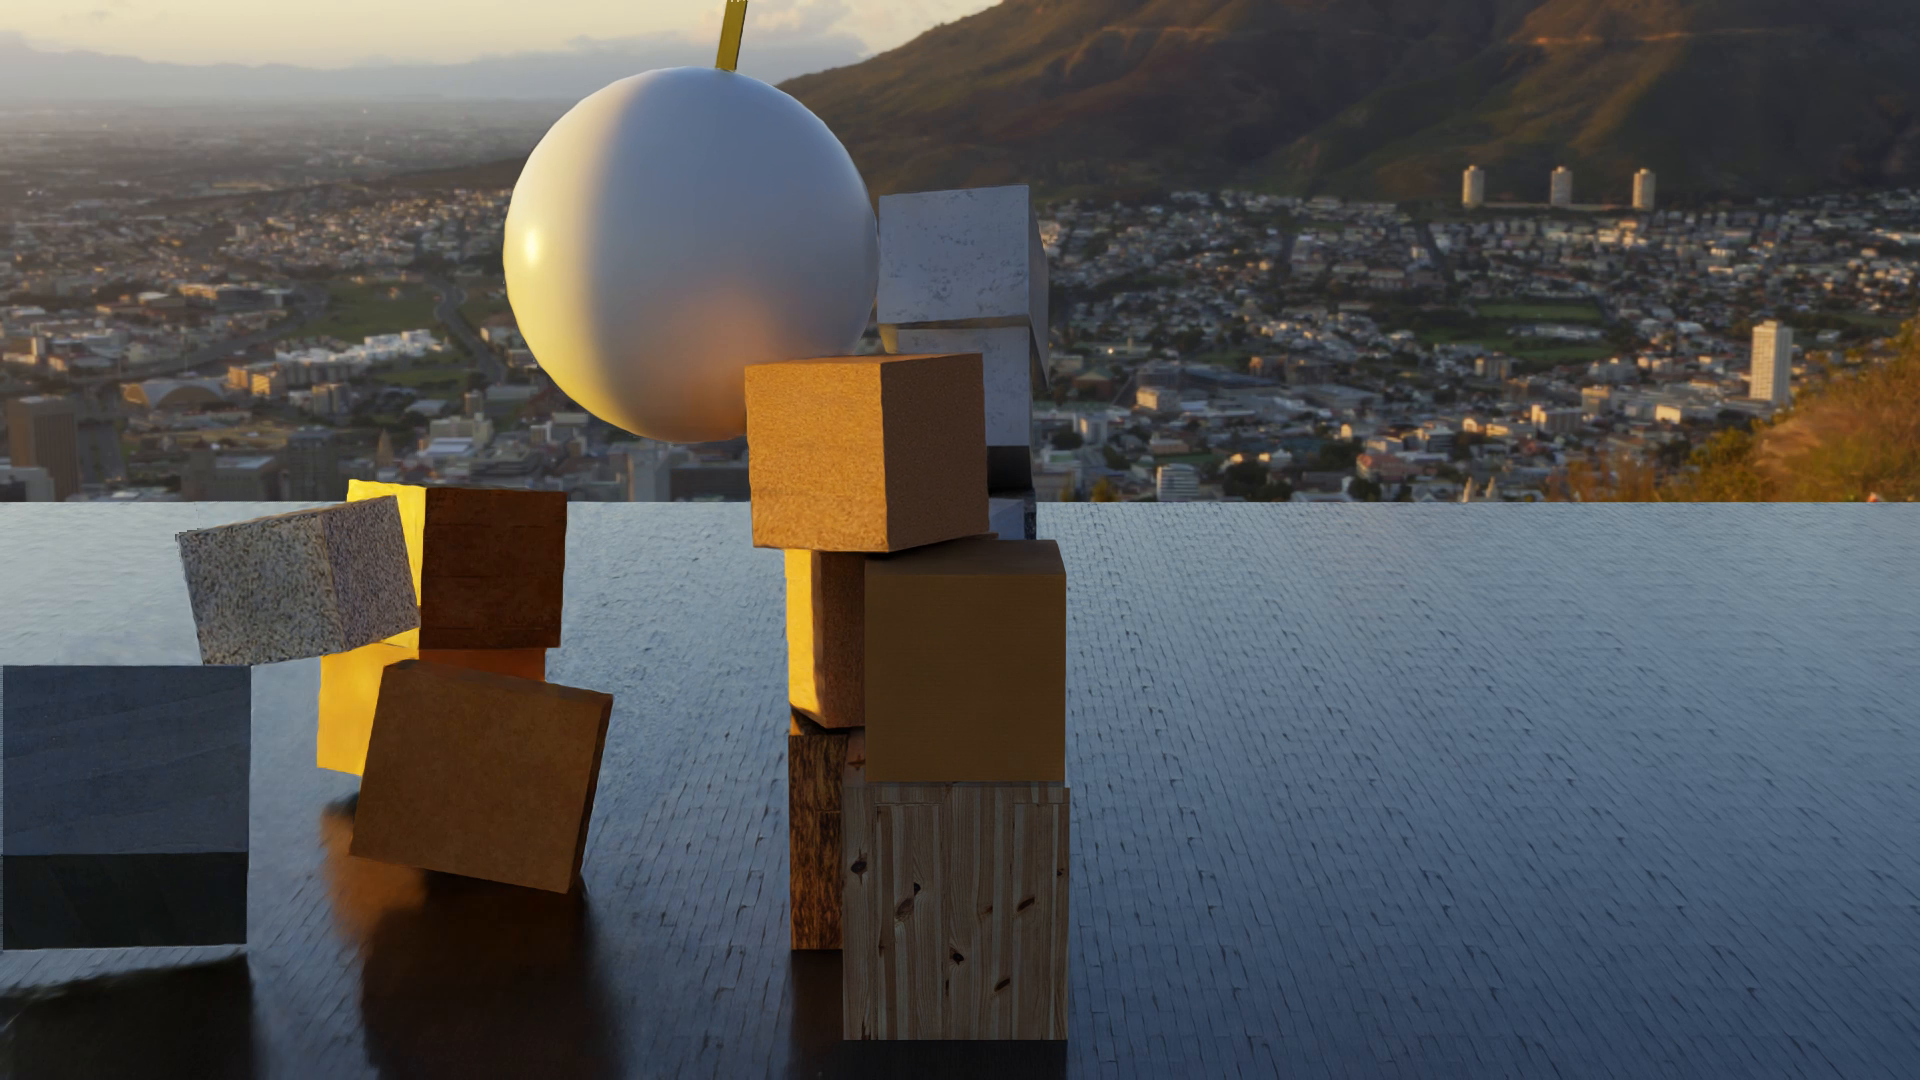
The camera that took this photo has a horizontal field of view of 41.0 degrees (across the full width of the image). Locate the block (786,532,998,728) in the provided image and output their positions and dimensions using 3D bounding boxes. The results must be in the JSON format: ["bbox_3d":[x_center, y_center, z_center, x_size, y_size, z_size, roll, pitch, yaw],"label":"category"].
[{"bbox_3d":[-0.279,0.333,10.437,0.721,0.734,0.724,-3,4,-15],"label":"block"}]

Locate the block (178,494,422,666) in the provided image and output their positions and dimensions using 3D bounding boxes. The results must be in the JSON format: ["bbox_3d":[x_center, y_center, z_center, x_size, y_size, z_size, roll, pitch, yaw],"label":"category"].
[{"bbox_3d":[-2.710,0.173,10.571,0.645,0.568,0.656,-9,5,16],"label":"block"}]

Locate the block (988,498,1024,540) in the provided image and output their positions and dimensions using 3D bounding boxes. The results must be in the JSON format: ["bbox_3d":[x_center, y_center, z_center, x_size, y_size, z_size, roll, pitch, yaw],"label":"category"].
[{"bbox_3d":[-0.226,0.247,11.920,0.811,0.776,0.902,3,11,19],"label":"block"}]

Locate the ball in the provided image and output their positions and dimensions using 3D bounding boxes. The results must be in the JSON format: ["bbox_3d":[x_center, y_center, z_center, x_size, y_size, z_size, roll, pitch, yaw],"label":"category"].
[{"bbox_3d":[-1.141,-1.212,10.960,1.600,1.600,1.600,0,10,0],"label":"ball"}]

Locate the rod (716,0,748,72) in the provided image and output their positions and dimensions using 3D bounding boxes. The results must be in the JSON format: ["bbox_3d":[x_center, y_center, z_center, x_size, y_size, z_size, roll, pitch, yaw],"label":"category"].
[{"bbox_3d":[-0.495,-4.496,10.363,0.080,5.200,0.080,11,10,-2],"label":"rod"}]

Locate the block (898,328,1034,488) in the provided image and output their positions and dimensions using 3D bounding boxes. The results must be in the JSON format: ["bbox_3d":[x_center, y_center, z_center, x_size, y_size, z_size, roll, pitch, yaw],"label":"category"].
[{"bbox_3d":[0.033,-0.632,13.116,0.661,0.665,0.637,-1,-25,3],"label":"block"}]

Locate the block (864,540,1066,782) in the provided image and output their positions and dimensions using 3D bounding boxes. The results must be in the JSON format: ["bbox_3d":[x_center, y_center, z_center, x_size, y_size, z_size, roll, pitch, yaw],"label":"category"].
[{"bbox_3d":[0.014,0.440,9.628,0.727,0.768,0.697,0,10,-1],"label":"block"}]

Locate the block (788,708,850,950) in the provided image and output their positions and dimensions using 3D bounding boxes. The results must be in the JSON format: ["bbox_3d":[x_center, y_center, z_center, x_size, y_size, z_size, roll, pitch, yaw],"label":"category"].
[{"bbox_3d":[-0.250,1.147,10.752,0.899,0.897,0.811,0,10,-2],"label":"block"}]

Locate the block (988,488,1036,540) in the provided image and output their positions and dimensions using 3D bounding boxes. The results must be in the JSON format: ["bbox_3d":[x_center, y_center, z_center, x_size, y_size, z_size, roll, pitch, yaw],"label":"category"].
[{"bbox_3d":[0.006,0.131,12.812,0.742,0.678,0.737,0,10,1],"label":"block"}]

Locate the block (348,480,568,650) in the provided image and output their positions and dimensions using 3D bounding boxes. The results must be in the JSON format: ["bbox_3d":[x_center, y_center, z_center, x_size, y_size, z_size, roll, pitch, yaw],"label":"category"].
[{"bbox_3d":[-2.516,0.118,12.762,0.795,0.775,0.763,2,3,-41],"label":"block"}]

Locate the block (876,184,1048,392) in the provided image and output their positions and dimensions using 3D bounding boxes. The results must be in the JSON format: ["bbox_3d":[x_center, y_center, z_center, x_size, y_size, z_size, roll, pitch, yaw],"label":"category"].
[{"bbox_3d":[0.026,-1.283,13.409,0.775,0.762,0.826,-3,-25,8],"label":"block"}]

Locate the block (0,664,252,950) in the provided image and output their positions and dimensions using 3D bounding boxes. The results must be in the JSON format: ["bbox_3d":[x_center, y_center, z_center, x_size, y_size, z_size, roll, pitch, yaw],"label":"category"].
[{"bbox_3d":[-3.335,1.065,10.238,0.959,0.766,0.847,1,54,-15],"label":"block"}]

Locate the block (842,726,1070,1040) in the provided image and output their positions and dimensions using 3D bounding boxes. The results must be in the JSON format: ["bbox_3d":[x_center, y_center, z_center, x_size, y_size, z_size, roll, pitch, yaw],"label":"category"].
[{"bbox_3d":[-0.017,1.279,9.847,0.826,0.961,0.991,0,10,0],"label":"block"}]

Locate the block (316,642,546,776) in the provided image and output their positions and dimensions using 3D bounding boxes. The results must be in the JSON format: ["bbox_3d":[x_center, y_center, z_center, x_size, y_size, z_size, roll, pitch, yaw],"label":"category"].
[{"bbox_3d":[-2.633,0.826,12.785,0.756,0.655,0.793,5,3,40],"label":"block"}]

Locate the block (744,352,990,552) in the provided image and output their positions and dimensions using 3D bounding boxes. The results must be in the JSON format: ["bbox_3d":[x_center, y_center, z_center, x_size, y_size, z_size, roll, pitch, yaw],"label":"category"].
[{"bbox_3d":[-0.351,-0.348,9.867,0.626,0.698,0.699,2,7,33],"label":"block"}]

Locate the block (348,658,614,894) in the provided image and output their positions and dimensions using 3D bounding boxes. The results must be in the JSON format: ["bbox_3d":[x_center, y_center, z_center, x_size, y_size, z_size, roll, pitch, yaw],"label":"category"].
[{"bbox_3d":[-2.040,0.998,11.043,0.914,0.793,0.797,11,-1,-4],"label":"block"}]
